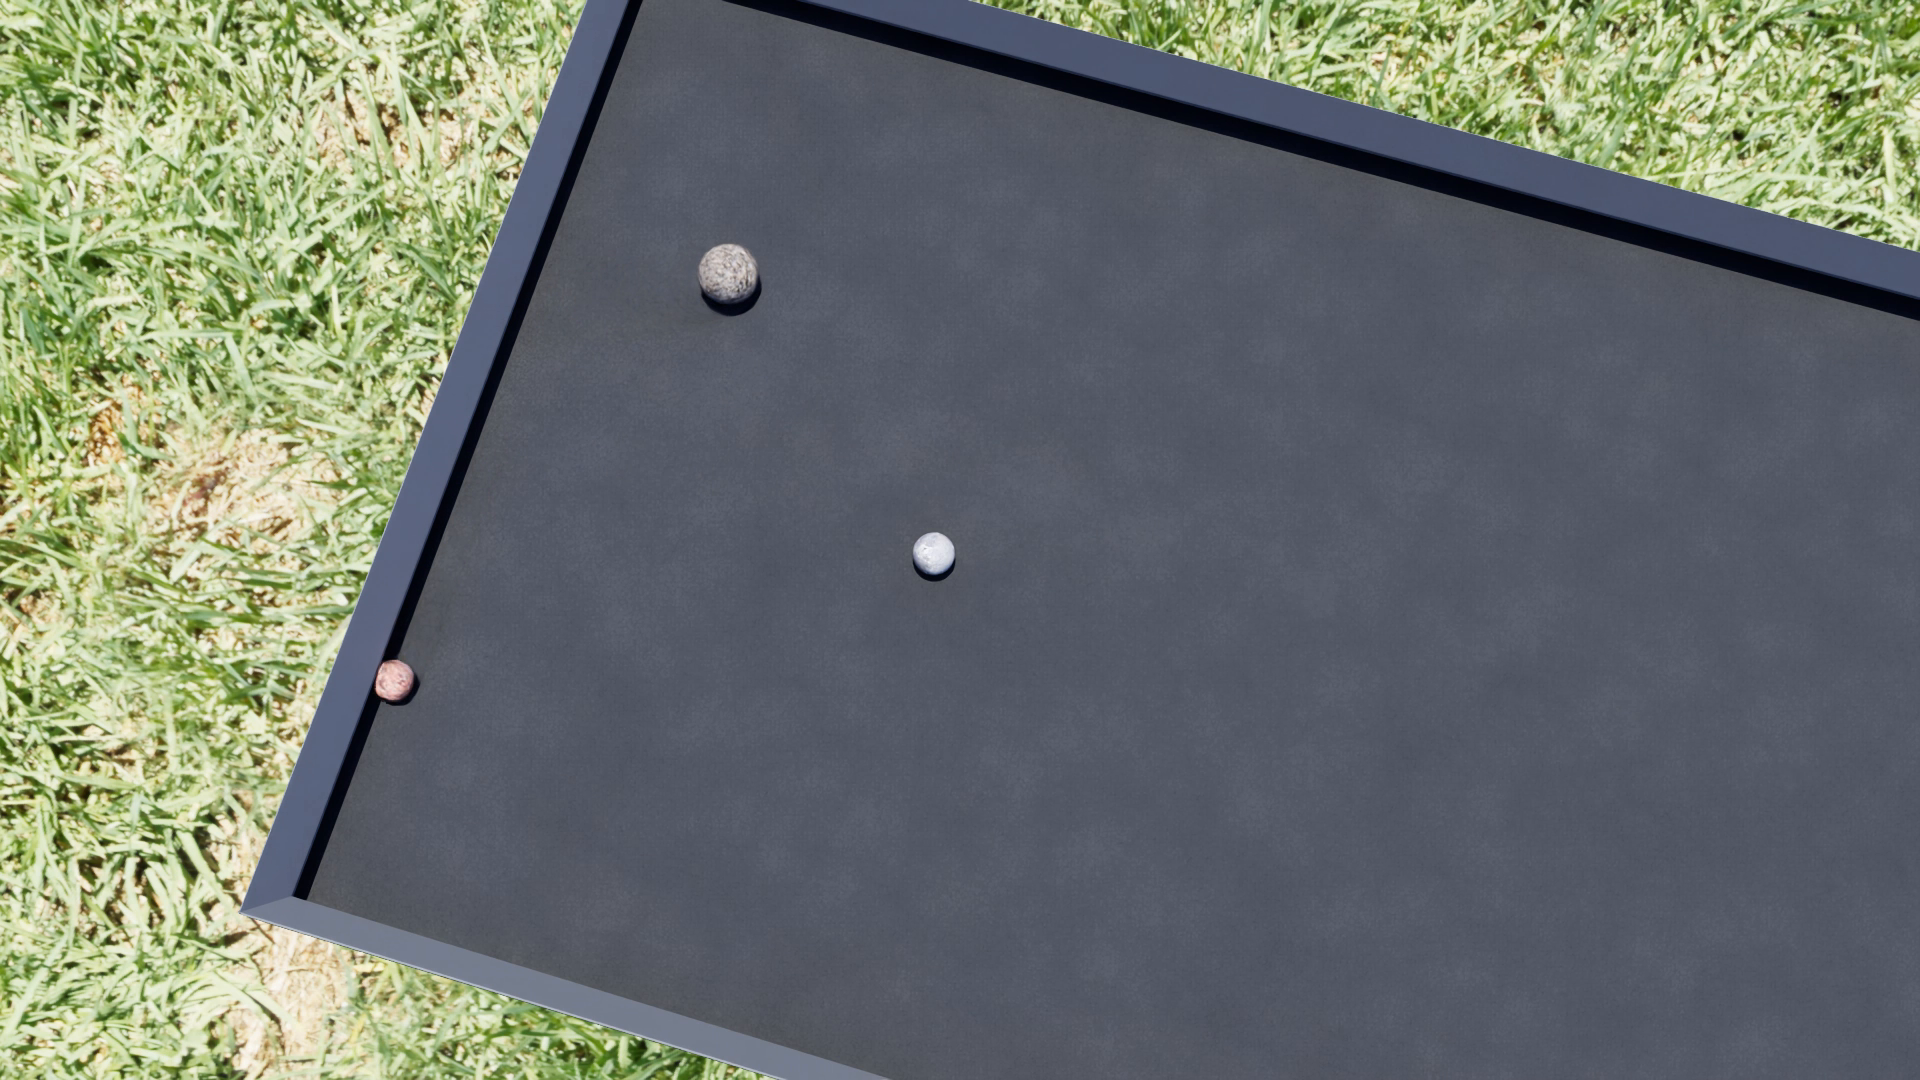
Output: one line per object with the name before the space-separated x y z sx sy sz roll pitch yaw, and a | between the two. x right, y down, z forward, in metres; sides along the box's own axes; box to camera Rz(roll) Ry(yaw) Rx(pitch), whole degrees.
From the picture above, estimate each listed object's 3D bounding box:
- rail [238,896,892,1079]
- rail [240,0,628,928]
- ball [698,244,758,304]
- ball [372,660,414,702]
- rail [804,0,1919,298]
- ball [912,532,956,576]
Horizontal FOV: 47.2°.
rail | 0.554 0.972 3.057 3.277 0.124 0.045 16 75 4
rail | -0.763 -0.223 3.392 0.045 0.124 1.681 16 75 4
ball | -0.365 -0.418 3.463 0.096 0.096 0.096 0 74 0
ball | -0.852 0.211 3.304 0.062 0.062 0.062 0 74 0
rail | 1.017 -0.536 3.480 3.277 0.124 0.045 16 75 4
ball | -0.040 0.021 3.355 0.066 0.066 0.066 0 74 0
